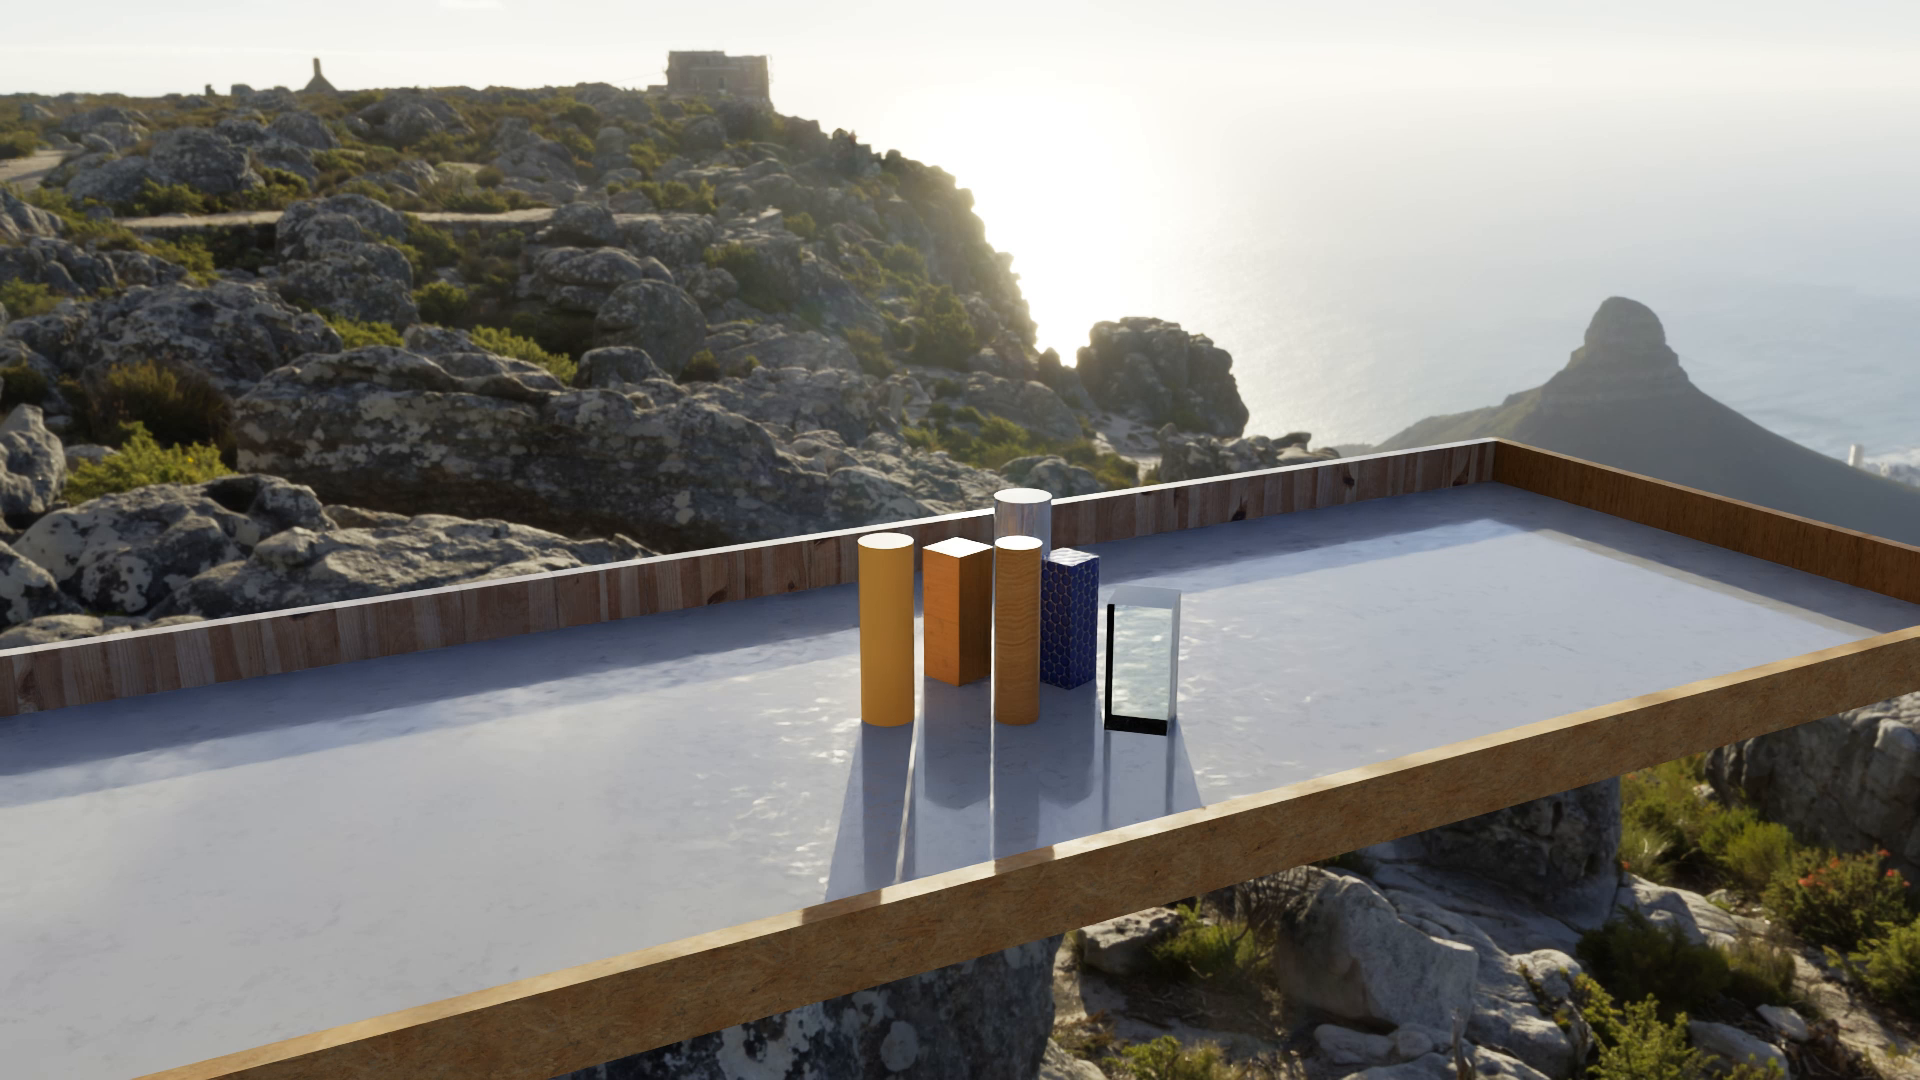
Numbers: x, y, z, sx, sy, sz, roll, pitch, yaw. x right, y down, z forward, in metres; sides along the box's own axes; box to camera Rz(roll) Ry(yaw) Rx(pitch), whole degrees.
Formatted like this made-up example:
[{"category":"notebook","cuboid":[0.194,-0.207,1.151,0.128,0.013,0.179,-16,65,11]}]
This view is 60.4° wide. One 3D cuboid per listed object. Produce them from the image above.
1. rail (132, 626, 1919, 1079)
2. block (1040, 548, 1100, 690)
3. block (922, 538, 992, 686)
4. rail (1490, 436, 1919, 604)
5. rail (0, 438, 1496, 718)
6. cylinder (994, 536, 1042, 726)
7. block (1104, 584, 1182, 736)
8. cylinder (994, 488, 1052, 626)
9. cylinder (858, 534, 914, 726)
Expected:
[{"category":"rail","cuboid":[-2.336,1.006,1.665,12.000,0.150,0.050,-9,18,-27]},{"category":"block","cuboid":[0.265,0.196,4.117,0.112,0.322,0.112,14,21,39]},{"category":"block","cuboid":[-0.006,0.180,4.144,0.122,0.337,0.122,15,22,41]},{"category":"rail","cuboid":[2.466,-0.048,5.253,0.050,0.150,2.100,-9,18,-27]},{"category":"rail","cuboid":[-3.305,0.497,3.399,12.000,0.150,0.050,-9,18,-27]},{"category":"cylinder","cuboid":[0.135,0.214,3.863,0.107,0.432,0.107,0,16,0]},{"category":"block","cuboid":[0.427,0.279,3.855,0.147,0.310,0.147,5,17,15]},{"category":"cylinder","cuboid":[0.163,0.083,4.339,0.149,0.413,0.149,0,16,0]},{"category":"cylinder","cuboid":[-0.171,0.211,3.866,0.128,0.436,0.128,0,16,0]}]
